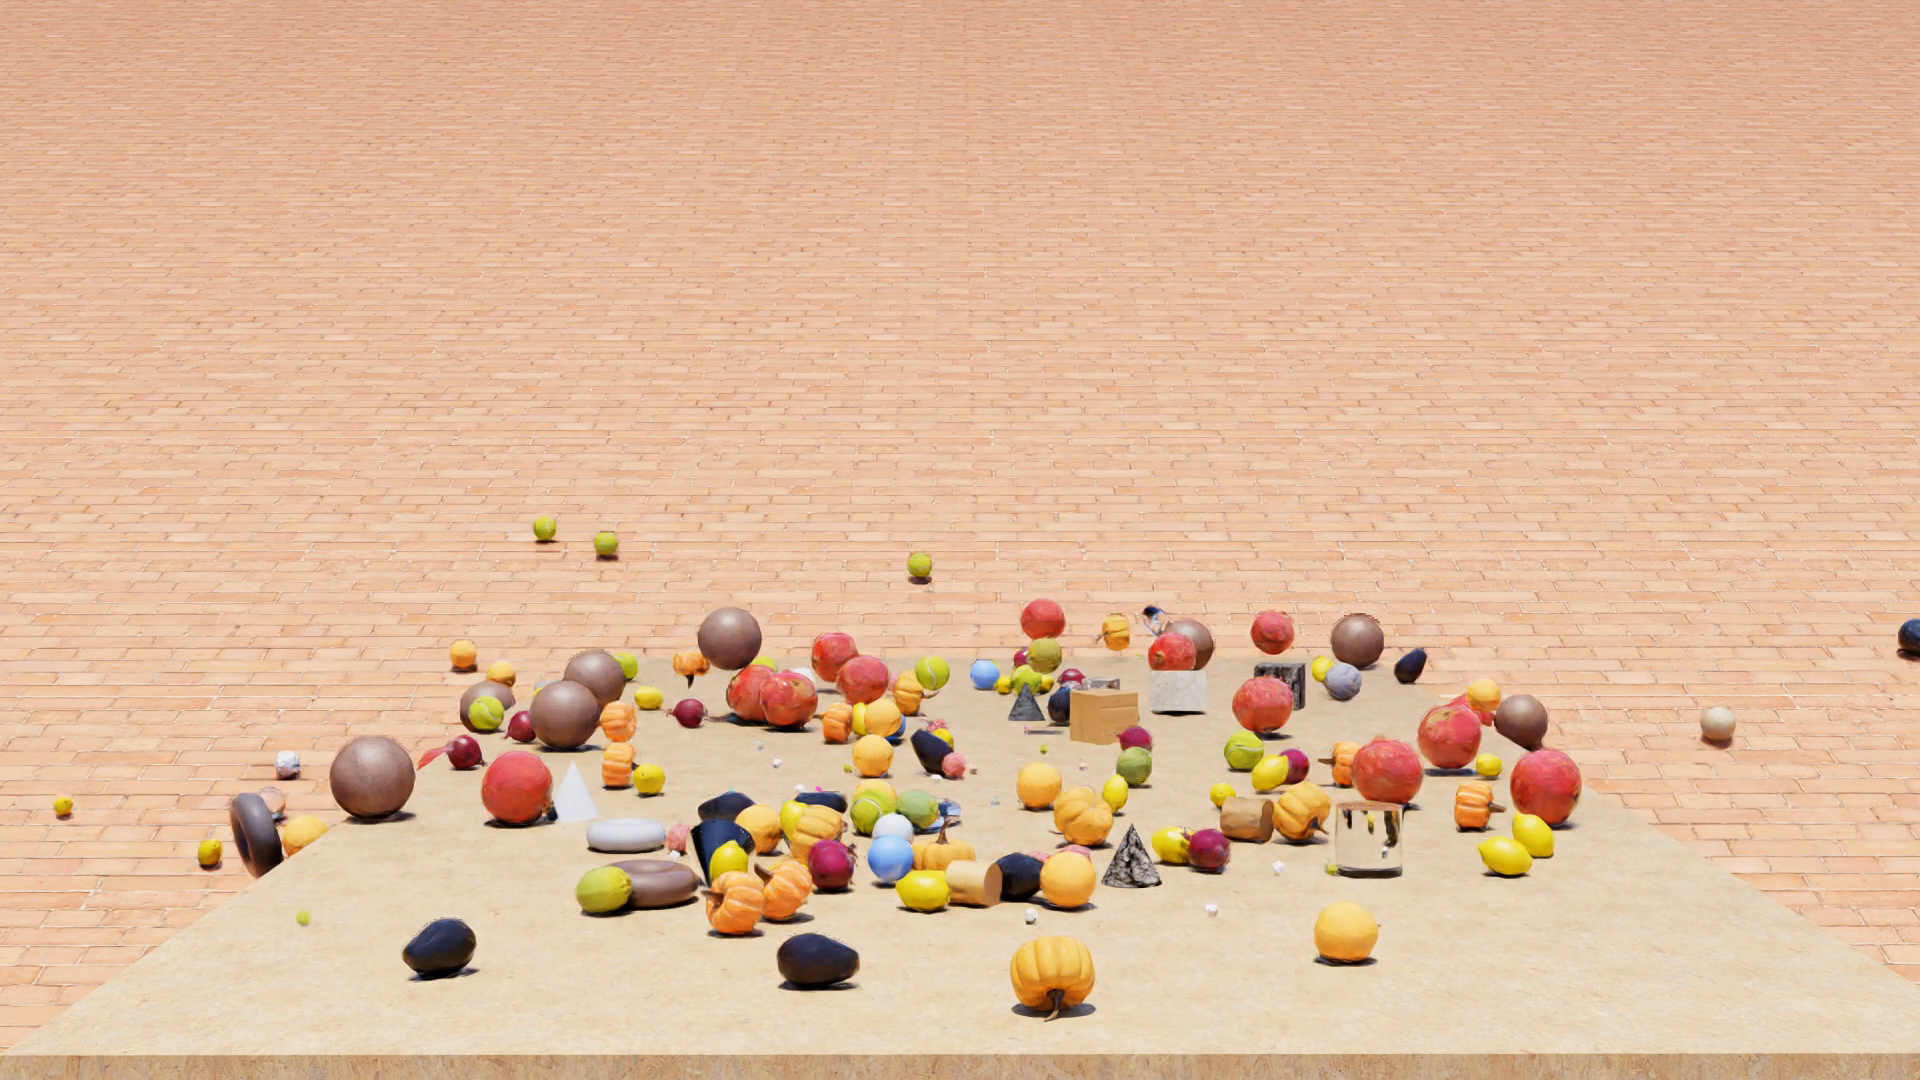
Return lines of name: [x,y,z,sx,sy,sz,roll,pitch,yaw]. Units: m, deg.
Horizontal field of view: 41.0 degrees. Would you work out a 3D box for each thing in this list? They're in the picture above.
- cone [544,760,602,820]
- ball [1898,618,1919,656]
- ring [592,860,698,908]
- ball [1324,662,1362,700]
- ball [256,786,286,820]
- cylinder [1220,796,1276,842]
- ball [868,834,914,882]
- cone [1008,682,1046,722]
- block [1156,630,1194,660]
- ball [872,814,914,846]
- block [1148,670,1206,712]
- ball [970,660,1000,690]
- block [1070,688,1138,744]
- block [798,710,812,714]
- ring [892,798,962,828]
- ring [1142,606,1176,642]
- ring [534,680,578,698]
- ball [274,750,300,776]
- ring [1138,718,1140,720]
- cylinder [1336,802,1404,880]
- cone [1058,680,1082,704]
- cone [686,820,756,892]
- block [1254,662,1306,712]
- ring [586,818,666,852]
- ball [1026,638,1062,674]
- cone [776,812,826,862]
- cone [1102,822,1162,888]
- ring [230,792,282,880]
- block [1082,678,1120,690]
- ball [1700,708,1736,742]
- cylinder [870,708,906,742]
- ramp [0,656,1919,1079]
cone: [-0.602,0.386,3.999,0.089,0.089,0.089,0,3,0]
ball: [2.516,0.255,6.757,0.099,0.099,0.099,0,22,0]
ring: [-0.406,0.444,3.315,0.137,0.046,0.137,1,4,0]
ball: [0.830,0.306,5.571,0.081,0.081,0.081,0,22,0]
ball: [-1.587,0.605,5.899,0.078,0.078,0.078,0,22,0]
cylinder: [0.422,0.410,3.775,0.062,0.062,0.062,1,20,27]
ball: [-0.092,0.423,3.420,0.062,0.062,0.062,0,22,0]
cone: [0.135,0.326,5.238,0.078,0.078,0.078,0,3,0]
block: [0.545,0.265,6.490,0.068,0.068,0.068,3,4,41]
ball: [-0.095,0.418,3.652,0.060,0.060,0.060,0,22,0]
block: [0.451,0.312,5.333,0.084,0.084,0.084,1,-4,-37]
ball: [0.056,0.303,5.791,0.066,0.066,0.066,0,22,0]
block: [0.274,0.336,4.902,0.092,0.092,0.092,-2,4,-35]
block: [-0.342,0.332,5.350,0.054,0.054,0.054,-1,3,-21]
ring: [-0.050,0.416,3.929,0.108,0.036,0.108,1,2,0]
ring: [0.497,0.210,6.418,0.036,0.108,0.108,-39,37,-19]
ring: [-0.889,0.328,5.656,0.097,0.032,0.097,-1,2,0]
ball: [-1.600,0.530,6.110,0.063,0.063,0.063,0,22,0]
ring: [0.286,0.351,5.080,0.135,0.045,0.135,1,3,0]
cylinder: [0.558,0.409,3.507,0.092,0.092,0.092,0,3,0]
cone: [0.242,0.339,5.473,0.058,0.058,0.058,-4,30,-10]
cone: [-0.325,0.439,3.419,0.096,0.096,0.096,1,30,4]
block: [0.674,0.309,5.420,0.092,0.092,0.092,1,3,17]
ring: [-0.482,0.426,3.714,0.115,0.038,0.115,0,2,0]
ball: [0.163,0.225,4.980,0.072,0.072,0.072,0,22,0]
cone: [-0.221,0.434,3.620,0.071,0.071,0.071,-3,47,-8]
cone: [0.230,0.418,3.439,0.083,0.083,0.083,0,3,0]
ring: [-1.123,0.474,4.103,0.049,0.148,0.148,-17,27,-27]
block: [0.300,0.324,5.459,0.058,0.058,0.058,2,3,31]
ball: [1.853,0.450,6.283,0.084,0.084,0.084,0,22,0]
cylinder: [-0.137,0.353,4.899,0.059,0.059,0.059,5,3,13]
ramp: [0.050,0.452,4.532,2.000,0.100,4.000,0,3,0]
